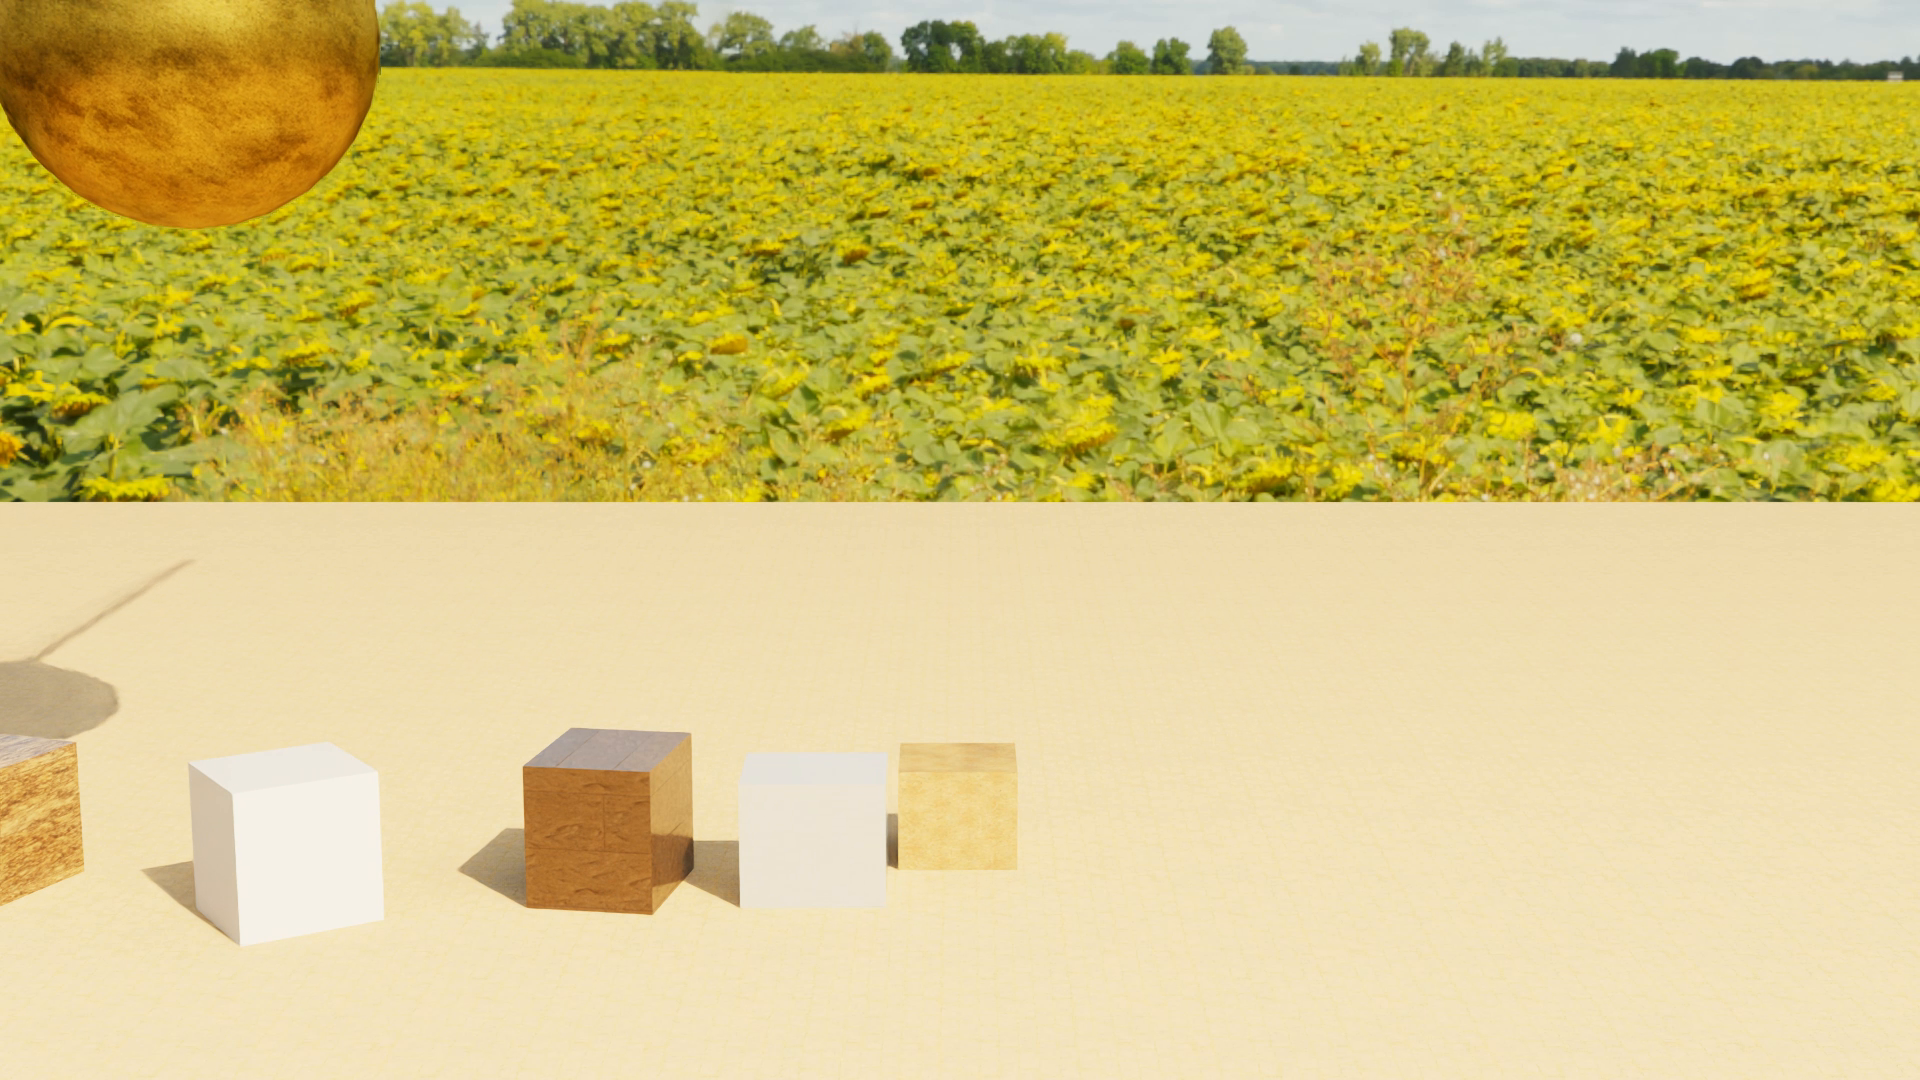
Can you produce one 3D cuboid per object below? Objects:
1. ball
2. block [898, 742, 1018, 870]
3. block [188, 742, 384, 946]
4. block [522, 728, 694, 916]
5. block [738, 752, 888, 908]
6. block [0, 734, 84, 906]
[{"bbox_3d":[-3.258,-2.114,10.796,1.600,1.600,1.600,0,10,0],"label":"ball"},{"bbox_3d":[-0.010,1.207,11.669,0.530,0.451,0.511,0,10,0],"label":"block"},{"bbox_3d":[-2.836,1.266,10.798,0.614,0.645,0.581,-7,12,-33],"label":"block"},{"bbox_3d":[-1.518,1.212,11.154,0.555,0.625,0.662,2,10,9],"label":"block"},{"bbox_3d":[-0.628,1.255,11.144,0.622,0.544,0.518,0,10,0],"label":"block"},{"bbox_3d":[-4.275,1.213,11.233,0.574,0.594,0.567,4,11,21],"label":"block"}]
